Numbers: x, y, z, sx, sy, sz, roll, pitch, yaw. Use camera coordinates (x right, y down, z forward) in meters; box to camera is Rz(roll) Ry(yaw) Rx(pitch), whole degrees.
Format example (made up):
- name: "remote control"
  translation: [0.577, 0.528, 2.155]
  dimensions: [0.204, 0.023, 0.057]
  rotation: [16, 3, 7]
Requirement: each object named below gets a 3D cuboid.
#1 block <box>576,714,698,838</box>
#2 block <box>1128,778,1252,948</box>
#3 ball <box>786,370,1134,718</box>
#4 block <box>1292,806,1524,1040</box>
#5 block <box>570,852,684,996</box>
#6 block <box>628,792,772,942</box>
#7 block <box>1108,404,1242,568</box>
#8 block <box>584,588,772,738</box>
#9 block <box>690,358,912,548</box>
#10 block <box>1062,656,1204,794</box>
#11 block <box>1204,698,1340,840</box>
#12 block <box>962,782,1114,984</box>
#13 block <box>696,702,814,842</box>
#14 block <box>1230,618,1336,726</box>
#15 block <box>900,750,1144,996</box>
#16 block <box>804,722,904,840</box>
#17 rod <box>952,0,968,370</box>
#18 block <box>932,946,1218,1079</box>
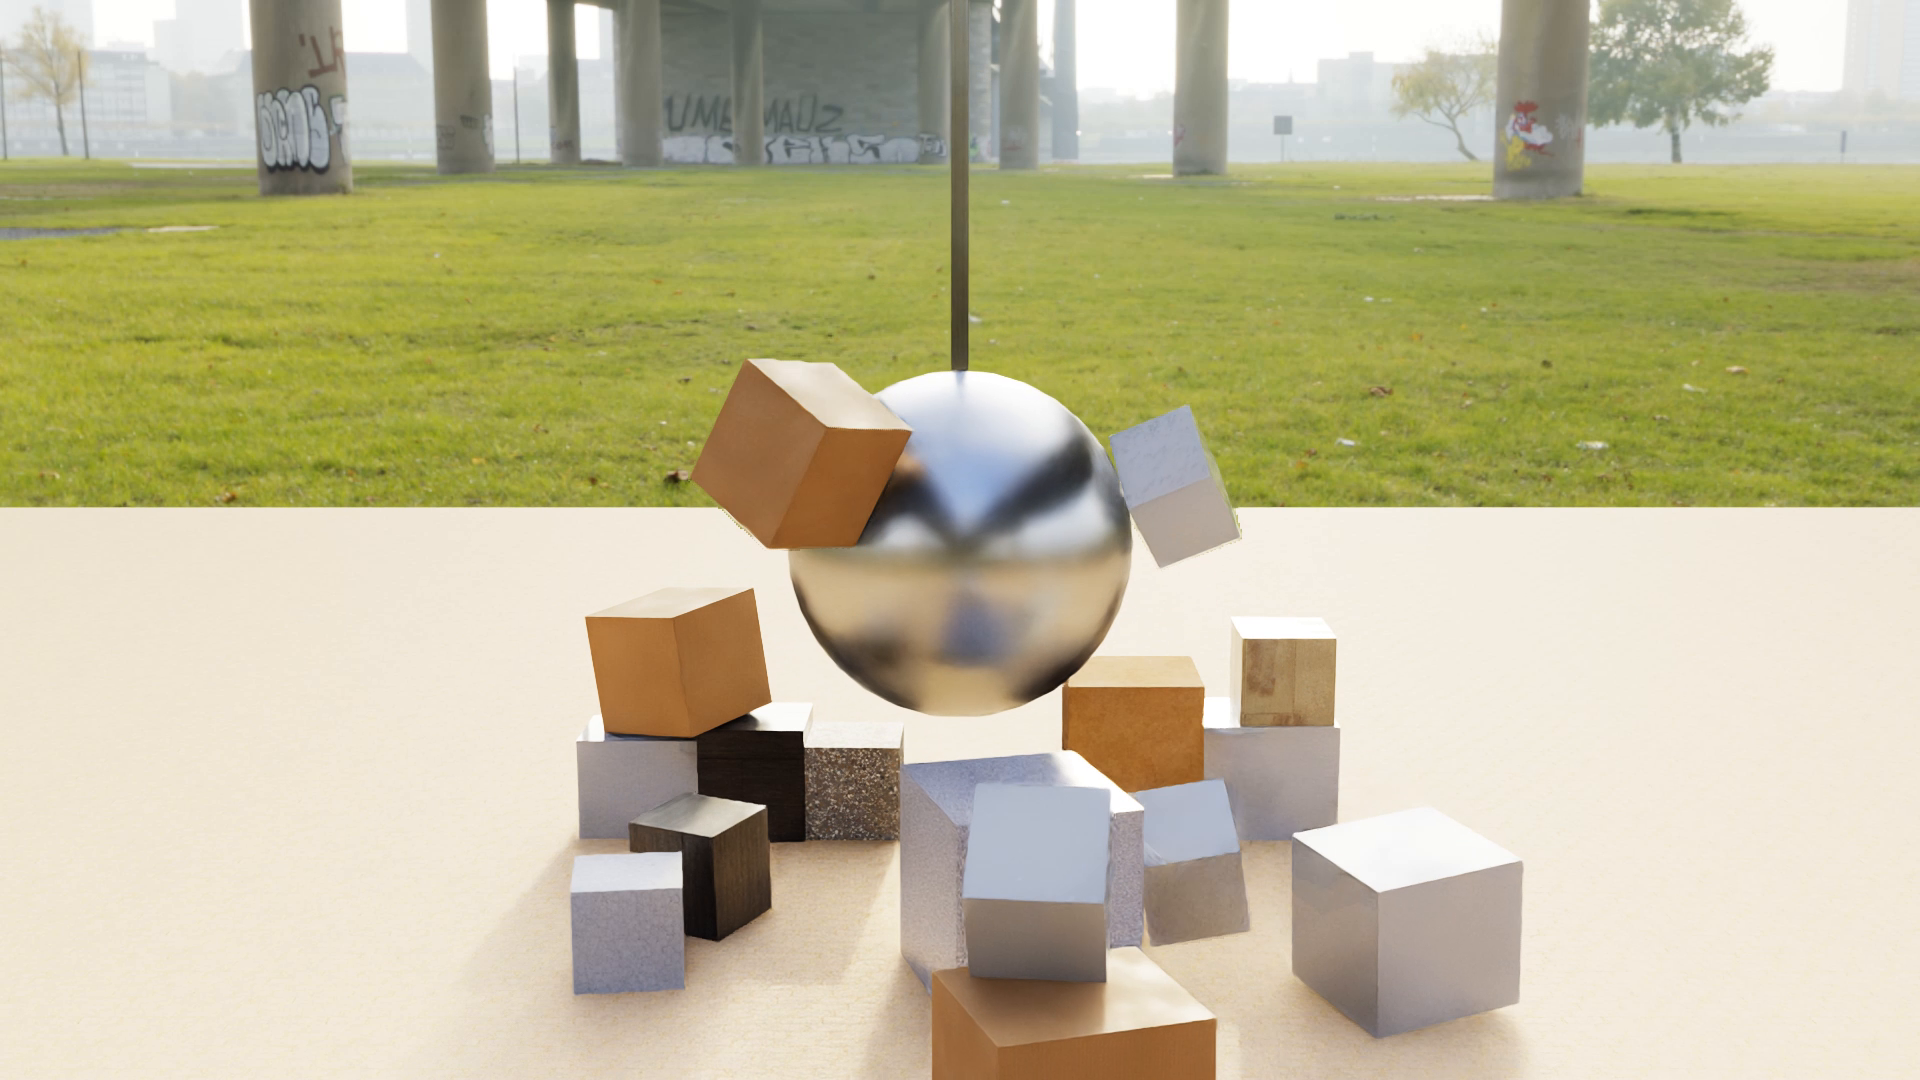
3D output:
- name: "block"
  translation: [-1.631, 1.223, 11.407]
  dimensions: [0.610, 0.513, 0.511]
  rotation: [0, 10, 1]
- name: "block"
  translation: [0.958, 1.358, 9.271]
  dimensions: [0.424, 0.458, 0.460]
  rotation: [-10, 34, 3]
- name: "ball"
  translation: [0.000, 0.020, 10.156]
  dimensions: [1.600, 1.600, 1.600]
  rotation: [0, 10, 0]
- name: "block"
  translation: [1.824, 1.553, 9.033]
  dimensions: [0.677, 0.630, 0.654]
  rotation: [-8, 16, -21]
- name: "block"
  translation: [-1.411, 1.626, 9.369]
  dimensions: [0.460, 0.448, 0.477]
  rotation: [-1, 10, -7]
- name: "block"
  translation: [-1.175, 1.478, 9.990]
  dimensions: [0.456, 0.493, 0.437]
  rotation: [6, 15, 28]
- name: "block"
  translation: [0.987, -0.246, 10.130]
  dimensions: [0.402, 0.431, 0.499]
  rotation: [-22, 43, 11]
- name: "block"
  translation: [-1.441, 0.615, 11.284]
  dimensions: [0.607, 0.614, 0.623]
  rotation: [-1, 12, 36]
- name: "block"
  translation: [-0.671, -0.366, 9.307]
  dimensions: [0.537, 0.593, 0.551]
  rotation: [40, 24, 30]
- name: "block"
  translation: [0.880, 1.076, 11.350]
  dimensions: [0.677, 0.823, 0.672]
  rotation: [0, 10, 0]
- name: "block"
  translation: [1.572, 1.182, 11.410]
  dimensions: [0.689, 0.592, 0.590]
  rotation: [0, 10, 0]
- name: "block"
  translation: [0.279, 1.176, 7.552]
  dimensions: [0.470, 0.450, 0.490]
  rotation: [1, 44, 7]
- name: "block"
  translation: [-1.049, 1.193, 11.372]
  dimensions: [0.539, 0.583, 0.554]
  rotation: [0, 10, 1]
- name: "block"
  translation: [1.652, 0.672, 11.291]
  dimensions: [0.472, 0.454, 0.474]
  rotation: [0, 10, 0]
- name: "block"
  translation: [0.241, 1.445, 9.229]
  dimensions: [0.787, 0.855, 0.897]
  rotation: [-3, 11, -16]
- name: "block"
  translation: [-0.540, 1.242, 11.371]
  dimensions: [0.479, 0.487, 0.494]
  rotation: [0, 10, 1]
- name: "rod"
  translation: [0.000, -3.380, 10.120]
  dimensions: [0.080, 5.200, 0.080]
  rotation: [0, 1, 0]
- name: "block"
  translation: [0.373, 1.859, 7.474]
  dimensions: [0.762, 0.669, 0.690]
  rotation: [-3, 11, -18]
